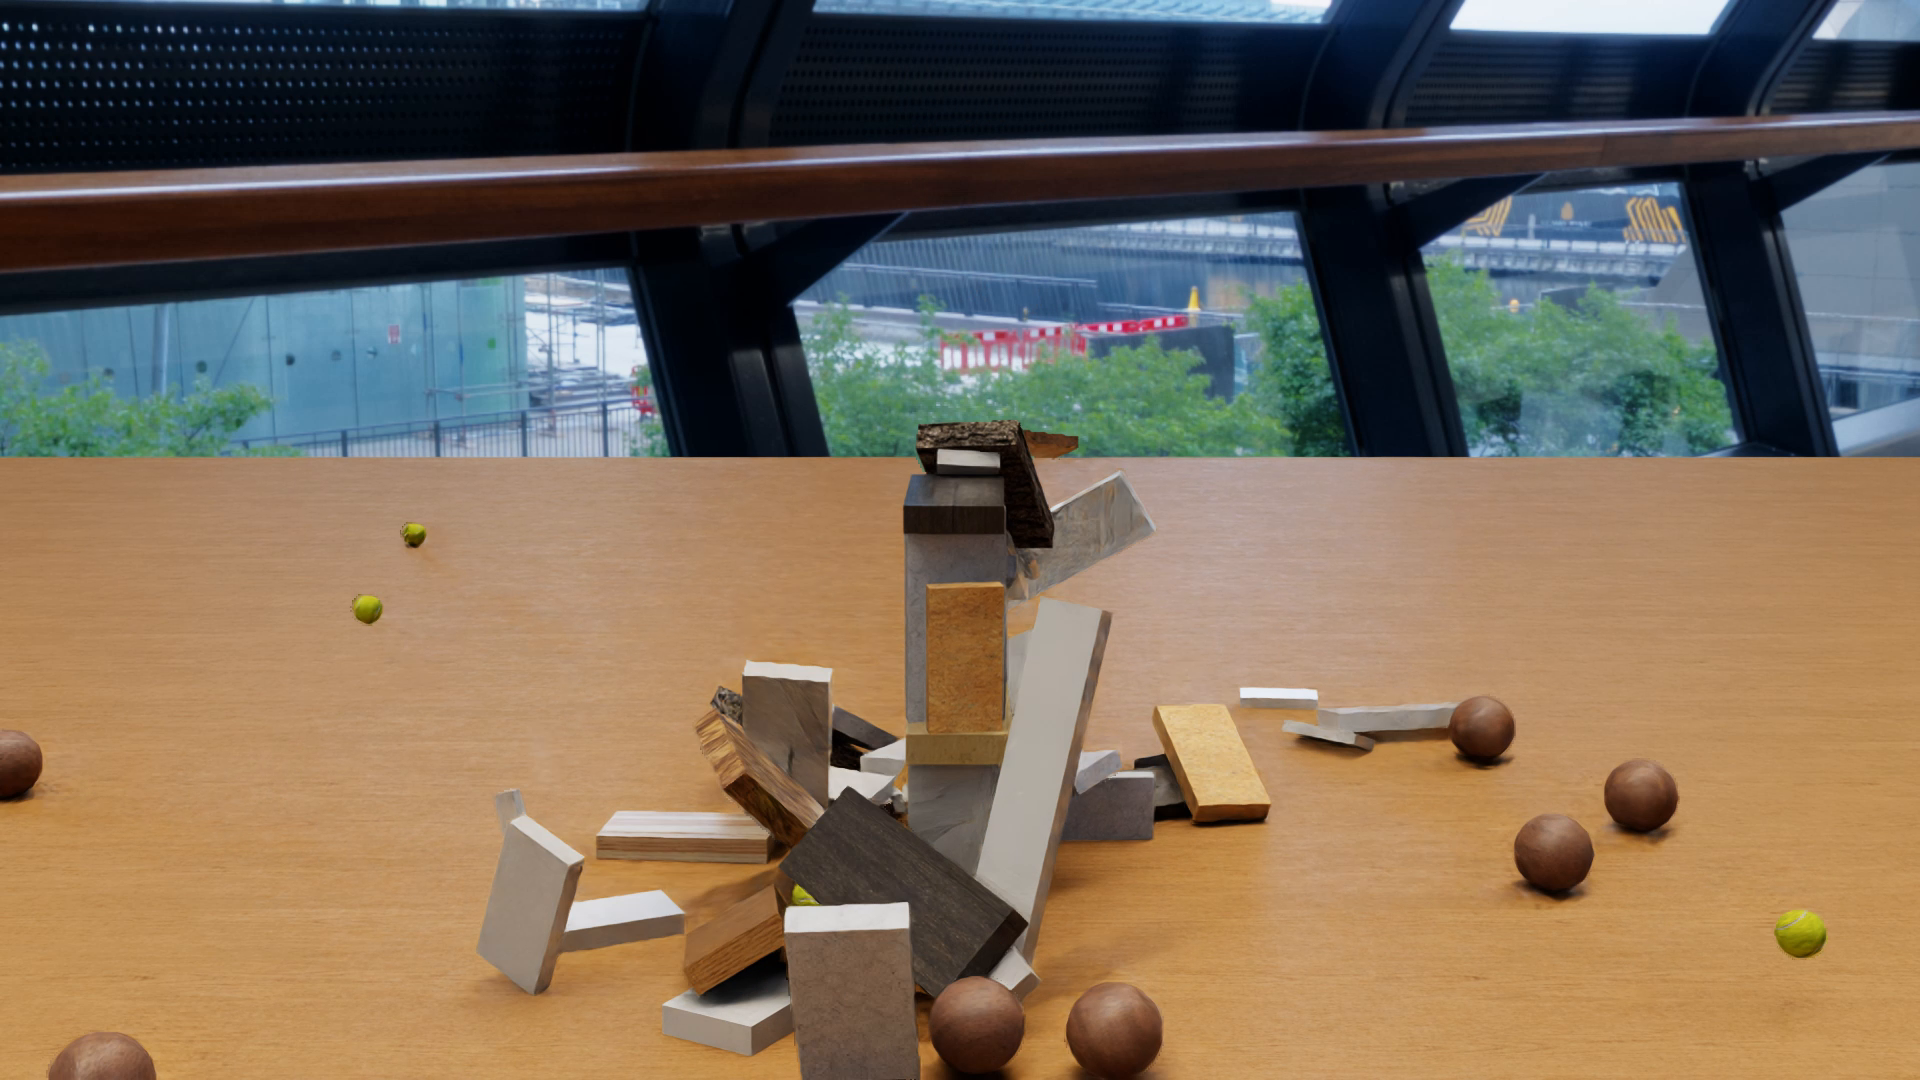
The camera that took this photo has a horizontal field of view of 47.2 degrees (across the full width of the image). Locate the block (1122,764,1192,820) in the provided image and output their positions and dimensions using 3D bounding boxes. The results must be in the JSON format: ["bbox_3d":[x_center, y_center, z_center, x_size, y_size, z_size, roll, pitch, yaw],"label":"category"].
[{"bbox_3d":[0.398,0.470,4.124,0.235,0.033,0.117,-5,31,-26],"label":"block"}]

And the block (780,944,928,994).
[{"bbox_3d":[-0.137,0.607,3.252,0.240,0.034,0.120,12,17,2],"label":"block"}]

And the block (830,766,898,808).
[{"bbox_3d":[-0.224,0.459,4.038,0.200,0.028,0.100,5,27,36],"label":"block"}]

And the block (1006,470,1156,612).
[{"bbox_3d":[0.172,0.019,4.325,0.412,0.133,0.038,-29,10,17],"label":"block"}]

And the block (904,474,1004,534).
[{"bbox_3d":[-0.007,-0.056,3.382,0.148,0.042,0.297,0,11,1],"label":"block"}]

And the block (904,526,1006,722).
[{"bbox_3d":[-0.007,0.125,3.333,0.149,0.297,0.042,-1,10,-7],"label":"block"}]

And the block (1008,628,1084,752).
[{"bbox_3d":[0.145,0.322,4.235,0.142,0.283,0.040,-25,-17,39],"label":"block"}]

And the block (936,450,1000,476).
[{"bbox_3d":[0.008,-0.082,3.593,0.100,0.028,0.200,3,-29,-3],"label":"block"}]

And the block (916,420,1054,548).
[{"bbox_3d":[0.046,-0.087,3.660,0.165,0.047,0.329,-2,-30,13],"label":"block"}]

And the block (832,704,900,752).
[{"bbox_3d":[-0.243,0.365,4.370,0.144,0.041,0.288,15,-11,31],"label":"block"}]

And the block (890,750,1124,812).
[{"bbox_3d":[0.074,0.426,3.872,0.117,0.033,0.491,-26,8,-40],"label":"block"}]

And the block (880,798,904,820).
[{"bbox_3d":[-0.246,0.489,4.112,0.266,0.038,0.133,9,14,42],"label":"block"}]

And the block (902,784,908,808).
[{"bbox_3d":[-0.023,0.479,3.860,0.112,0.032,0.224,3,-22,13],"label":"block"}]

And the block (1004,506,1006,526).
[{"bbox_3d":[-0.003,0.094,3.508,0.149,0.297,0.042,-1,13,-4],"label":"block"}]

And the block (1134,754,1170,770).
[{"bbox_3d":[0.396,0.447,4.266,0.122,0.061,0.017,-6,-5,-30],"label":"block"}]

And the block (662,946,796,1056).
[{"bbox_3d":[-0.275,0.657,3.187,0.154,0.044,0.308,6,12,30],"label":"block"}]

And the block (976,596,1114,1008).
[{"bbox_3d":[0.105,0.382,3.221,0.111,0.589,0.031,11,-3,38],"label":"block"}]

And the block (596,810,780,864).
[{"bbox_3d":[-0.478,0.526,3.898,0.301,0.043,0.151,1,10,5],"label":"block"}]

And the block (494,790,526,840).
[{"bbox_3d":[-0.669,0.429,3.304,0.050,0.101,0.014,-19,-6,42],"label":"block"}]

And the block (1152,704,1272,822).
[{"bbox_3d":[0.471,0.417,4.144,0.142,0.040,0.284,1,35,-15],"label":"block"}]

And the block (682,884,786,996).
[{"bbox_3d":[-0.327,0.583,3.234,0.154,0.044,0.308,-30,2,-6],"label":"block"}]

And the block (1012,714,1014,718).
[{"bbox_3d":[0.102,0.392,3.976,0.144,0.041,0.414,4,-20,19],"label":"block"}]

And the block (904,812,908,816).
[{"bbox_3d":[-0.021,0.470,4.206,0.144,0.041,0.288,6,12,30],"label":"block"}]

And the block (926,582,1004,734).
[{"bbox_3d":[0.007,0.175,3.267,0.111,0.221,0.031,-2,11,-10],"label":"block"}]

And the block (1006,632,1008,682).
[{"bbox_3d":[0.010,0.276,3.616,0.134,0.401,0.038,0,0,-5],"label":"block"}]

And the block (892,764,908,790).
[{"bbox_3d":[-0.044,0.359,3.917,0.028,0.198,0.099,33,5,12],"label":"block"}]

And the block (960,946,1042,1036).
[{"bbox_3d":[0.015,0.596,3.152,0.031,0.111,0.221,47,-2,-41],"label":"block"}]

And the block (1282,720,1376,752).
[{"bbox_3d":[0.759,0.403,4.532,0.169,0.024,0.085,9,-8,39],"label":"block"}]

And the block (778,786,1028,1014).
[{"bbox_3d":[-0.090,0.521,3.232,0.416,0.165,0.047,29,-16,47],"label":"block"}]

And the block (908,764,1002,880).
[{"bbox_3d":[0.002,0.483,3.359,0.161,0.322,0.046,0,13,0],"label":"block"}]

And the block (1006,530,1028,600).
[{"bbox_3d":[0.052,0.044,3.831,0.100,0.028,0.345,2,-16,8],"label":"block"}]

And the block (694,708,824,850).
[{"bbox_3d":[-0.310,0.429,3.662,0.047,0.329,0.165,-38,42,3],"label":"block"}]

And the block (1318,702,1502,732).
[{"bbox_3d":[0.949,0.374,4.650,0.354,0.040,0.142,-2,0,-10],"label":"block"}]

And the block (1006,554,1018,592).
[{"bbox_3d":[0.009,0.073,3.719,0.134,0.038,0.268,5,-16,-6],"label":"block"}]

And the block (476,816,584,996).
[{"bbox_3d":[-0.631,0.536,3.222,0.120,0.240,0.034,30,27,24],"label":"block"}]

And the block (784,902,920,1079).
[{"bbox_3d":[-0.136,0.593,2.829,0.154,0.308,0.044,-2,37,1],"label":"block"}]

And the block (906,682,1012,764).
[{"bbox_3d":[-0.002,0.283,3.425,0.161,0.046,0.322,0,10,0],"label":"block"}]

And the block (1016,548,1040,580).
[{"bbox_3d":[0.114,0.036,3.867,0.050,0.014,0.101,42,-7,17],"label":"block"}]

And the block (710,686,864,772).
[{"bbox_3d":[-0.330,0.377,4.314,0.302,0.043,0.151,27,-3,-27],"label":"block"}]

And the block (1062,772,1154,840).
[{"bbox_3d":[0.229,0.478,3.949,0.235,0.117,0.033,0,11,-2],"label":"block"}]

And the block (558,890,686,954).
[{"bbox_3d":[-0.570,0.606,3.487,0.240,0.034,0.120,-5,12,-25],"label":"block"}]

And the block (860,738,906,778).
[{"bbox_3d":[-0.062,0.414,4.297,0.133,0.038,0.265,0,9,34],"label":"block"}]

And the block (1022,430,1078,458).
[{"bbox_3d":[0.152,-0.197,4.535,0.169,0.024,0.085,4,-17,-35],"label":"block"}]

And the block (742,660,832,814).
[{"bbox_3d":[-0.306,0.372,3.903,0.151,0.342,0.043,5,32,3],"label":"block"}]

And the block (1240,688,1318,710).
[{"bbox_3d":[0.708,0.352,4.884,0.169,0.024,0.085,1,11,6],"label":"block"}]
